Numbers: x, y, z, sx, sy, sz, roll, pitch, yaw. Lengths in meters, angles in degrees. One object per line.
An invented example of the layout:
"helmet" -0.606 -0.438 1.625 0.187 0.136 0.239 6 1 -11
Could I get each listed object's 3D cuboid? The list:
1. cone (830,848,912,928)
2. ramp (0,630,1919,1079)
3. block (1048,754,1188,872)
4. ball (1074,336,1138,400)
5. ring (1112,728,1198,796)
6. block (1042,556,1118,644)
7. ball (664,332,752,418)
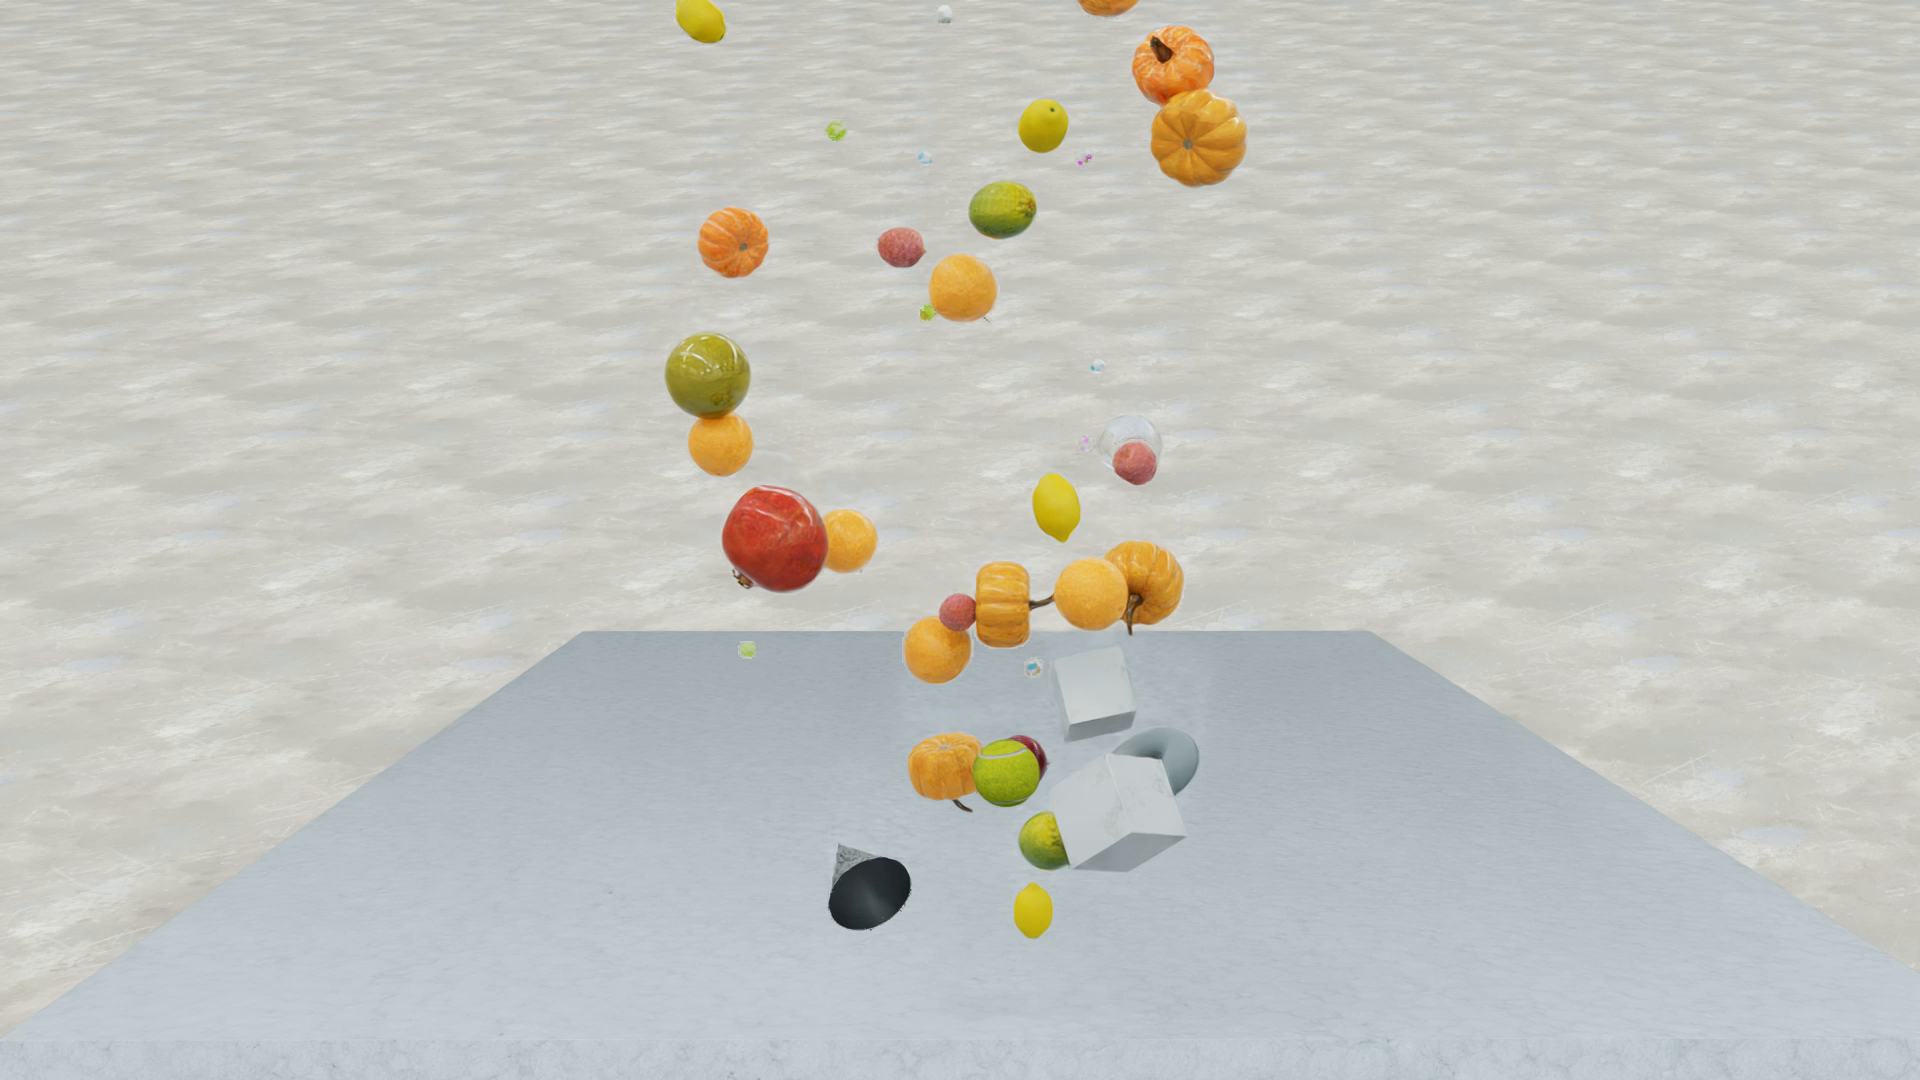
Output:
"cone" -0.114 0.354 2.763 0.094 0.094 0.094 -9 26 -24
"ramp" 0.046 0.412 4.536 2.000 0.100 4.000 0 4 0
"block" 0.152 0.265 2.484 0.083 0.083 0.083 10 -37 -45
"ball" 0.159 -0.189 2.810 0.070 0.070 0.070 0 19 0
"ring" 0.209 0.253 2.842 0.118 0.039 0.118 -24 26 12
"block" 0.120 0.060 2.589 0.069 0.069 0.069 0 19 -2
"ball" -0.271 -0.177 2.760 0.094 0.094 0.094 0 19 0
